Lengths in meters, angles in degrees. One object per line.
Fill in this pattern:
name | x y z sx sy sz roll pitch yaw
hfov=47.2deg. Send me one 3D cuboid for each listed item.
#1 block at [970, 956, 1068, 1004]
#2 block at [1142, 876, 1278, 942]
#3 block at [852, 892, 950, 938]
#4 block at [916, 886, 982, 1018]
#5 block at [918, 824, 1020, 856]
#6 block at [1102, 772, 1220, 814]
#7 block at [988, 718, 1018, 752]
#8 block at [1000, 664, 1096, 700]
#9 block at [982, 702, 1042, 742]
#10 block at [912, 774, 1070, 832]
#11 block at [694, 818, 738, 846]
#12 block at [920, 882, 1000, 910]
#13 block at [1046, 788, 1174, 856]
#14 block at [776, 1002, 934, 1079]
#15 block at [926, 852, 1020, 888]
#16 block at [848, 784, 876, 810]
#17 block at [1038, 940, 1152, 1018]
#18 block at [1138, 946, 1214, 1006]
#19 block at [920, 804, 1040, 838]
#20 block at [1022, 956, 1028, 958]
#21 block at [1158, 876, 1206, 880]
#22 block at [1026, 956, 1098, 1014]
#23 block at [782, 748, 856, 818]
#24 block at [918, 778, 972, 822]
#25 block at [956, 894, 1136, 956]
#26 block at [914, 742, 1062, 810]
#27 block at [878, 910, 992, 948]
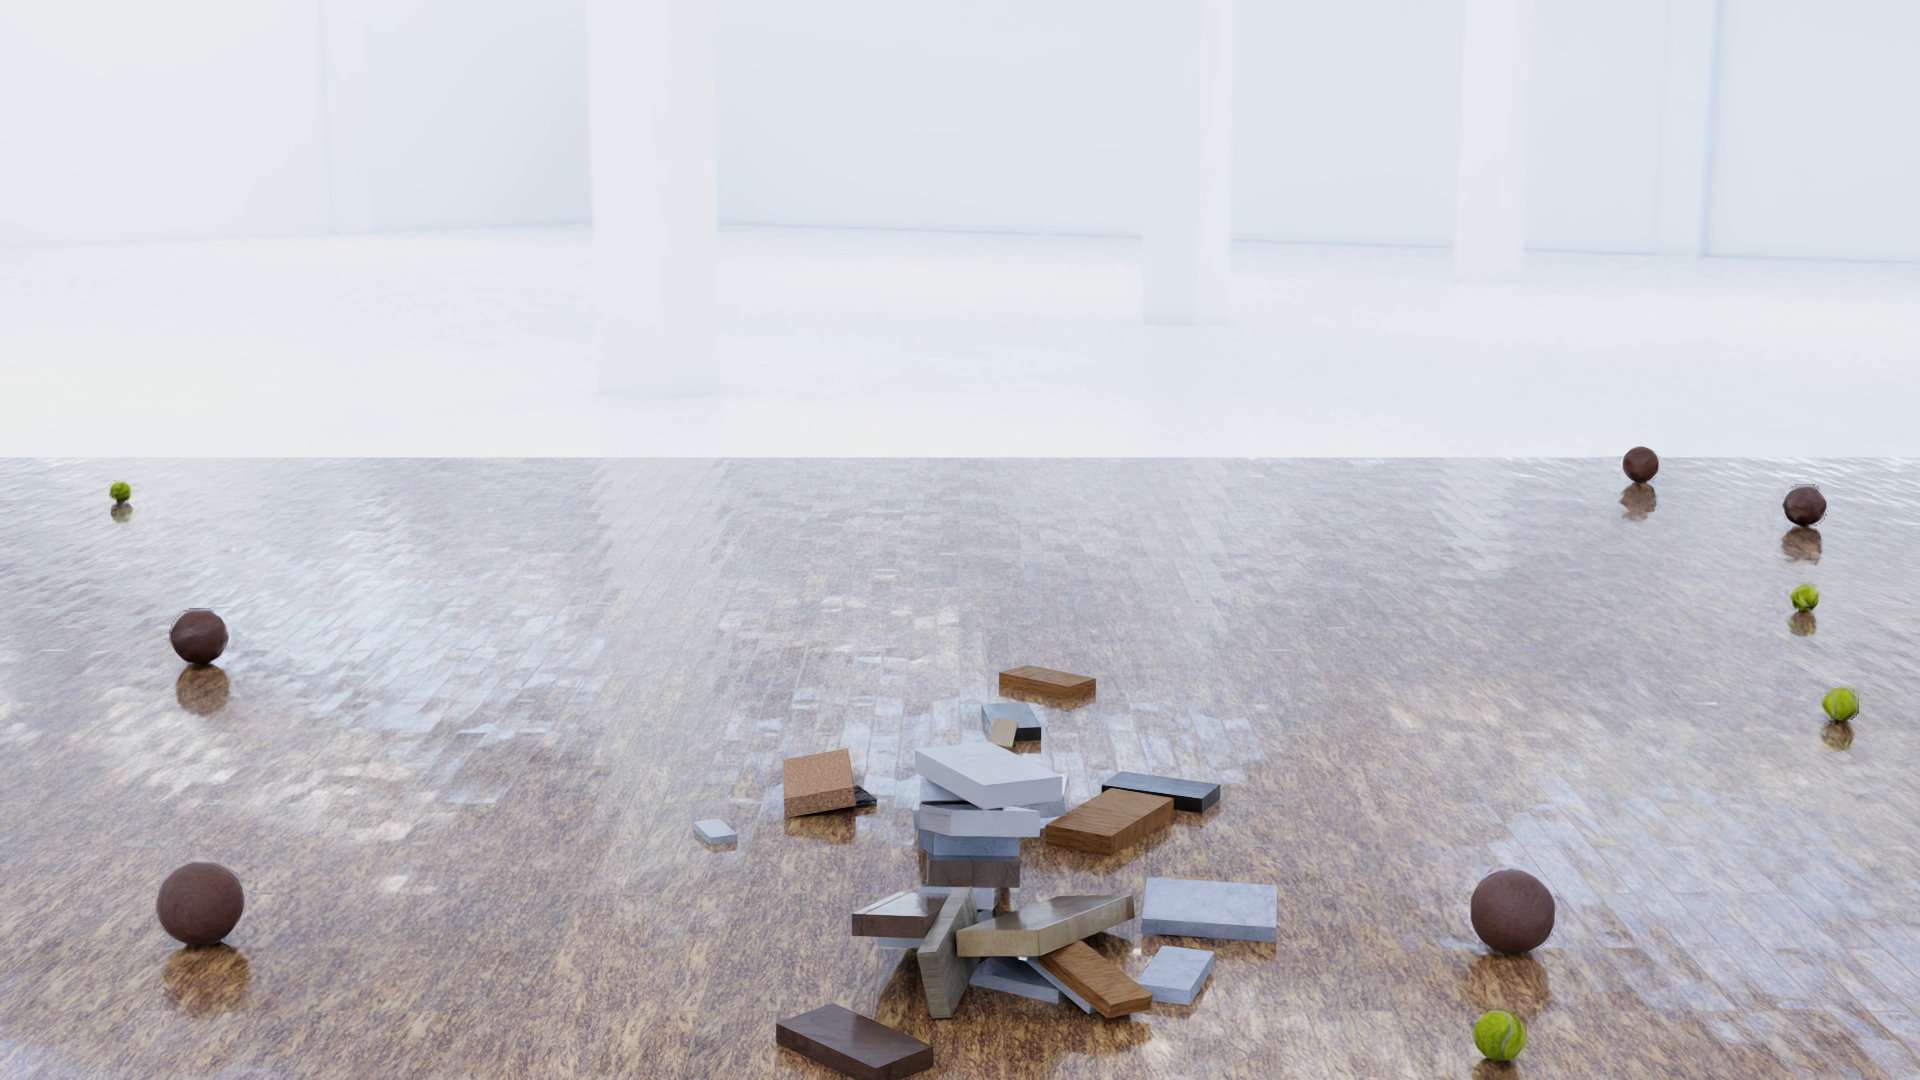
block | 0.098 0.653 3.273 0.150 0.021 0.075 6 12 30
block | 0.398 0.588 3.501 0.209 0.030 0.104 3 30 8
block | -0.071 0.563 3.307 0.114 0.032 0.229 -1 -1 16
block | -0.012 0.604 3.231 0.030 0.104 0.209 -8 15 17
block | 0.012 0.511 3.760 0.142 0.040 0.283 2 -5 -6
block | 0.382 0.479 4.186 0.203 0.029 0.101 5 12 26
block | 0.089 0.402 4.545 0.050 0.014 0.100 6 30 7
block | 0.199 0.323 5.025 0.203 0.029 0.101 9 14 40
block | 0.108 0.387 4.683 0.101 0.029 0.202 -1 11 -7
block | 0.059 0.481 4.043 0.277 0.039 0.139 -7 10 7
block | -0.442 0.527 3.971 0.050 0.014 0.100 -5 12 -24
block | 0.003 0.568 3.535 0.114 0.032 0.229 1 -5 4
block | 0.274 0.511 3.996 0.130 0.037 0.259 6 12 30
block | -0.146 0.694 3.026 0.104 0.030 0.209 -10 14 -43
block | 0.018 0.536 3.589 0.142 0.040 0.283 1 -5 -2
block | -0.199 0.488 4.178 0.050 0.014 0.100 -5 11 -23
block | 0.195 0.636 3.187 0.081 0.023 0.162 -2 22 -38
block | 0.322 0.649 3.286 0.081 0.023 0.162 4 11 19
block | 0.029 0.454 3.565 0.142 0.040 0.283 2 -5 -11
block | 0.079 0.618 3.352 0.150 0.021 0.075 -7 -4 41
block | 0.365 0.590 3.604 0.081 0.023 0.162 1 11 5
block | 0.173 0.642 3.227 0.075 0.021 0.150 -2 22 -37
block | -0.270 0.462 4.202 0.130 0.037 0.259 -10 11 -3
block | 0.000 0.454 3.804 0.139 0.039 0.277 0 -16 -2
block | 0.136 0.584 3.344 0.130 0.037 0.400 -5 -3 24
block | 0.044 0.385 3.612 0.139 0.039 0.277 -4 8 -24
block | -0.037 0.597 3.406 0.114 0.032 0.229 -1 -1 17
